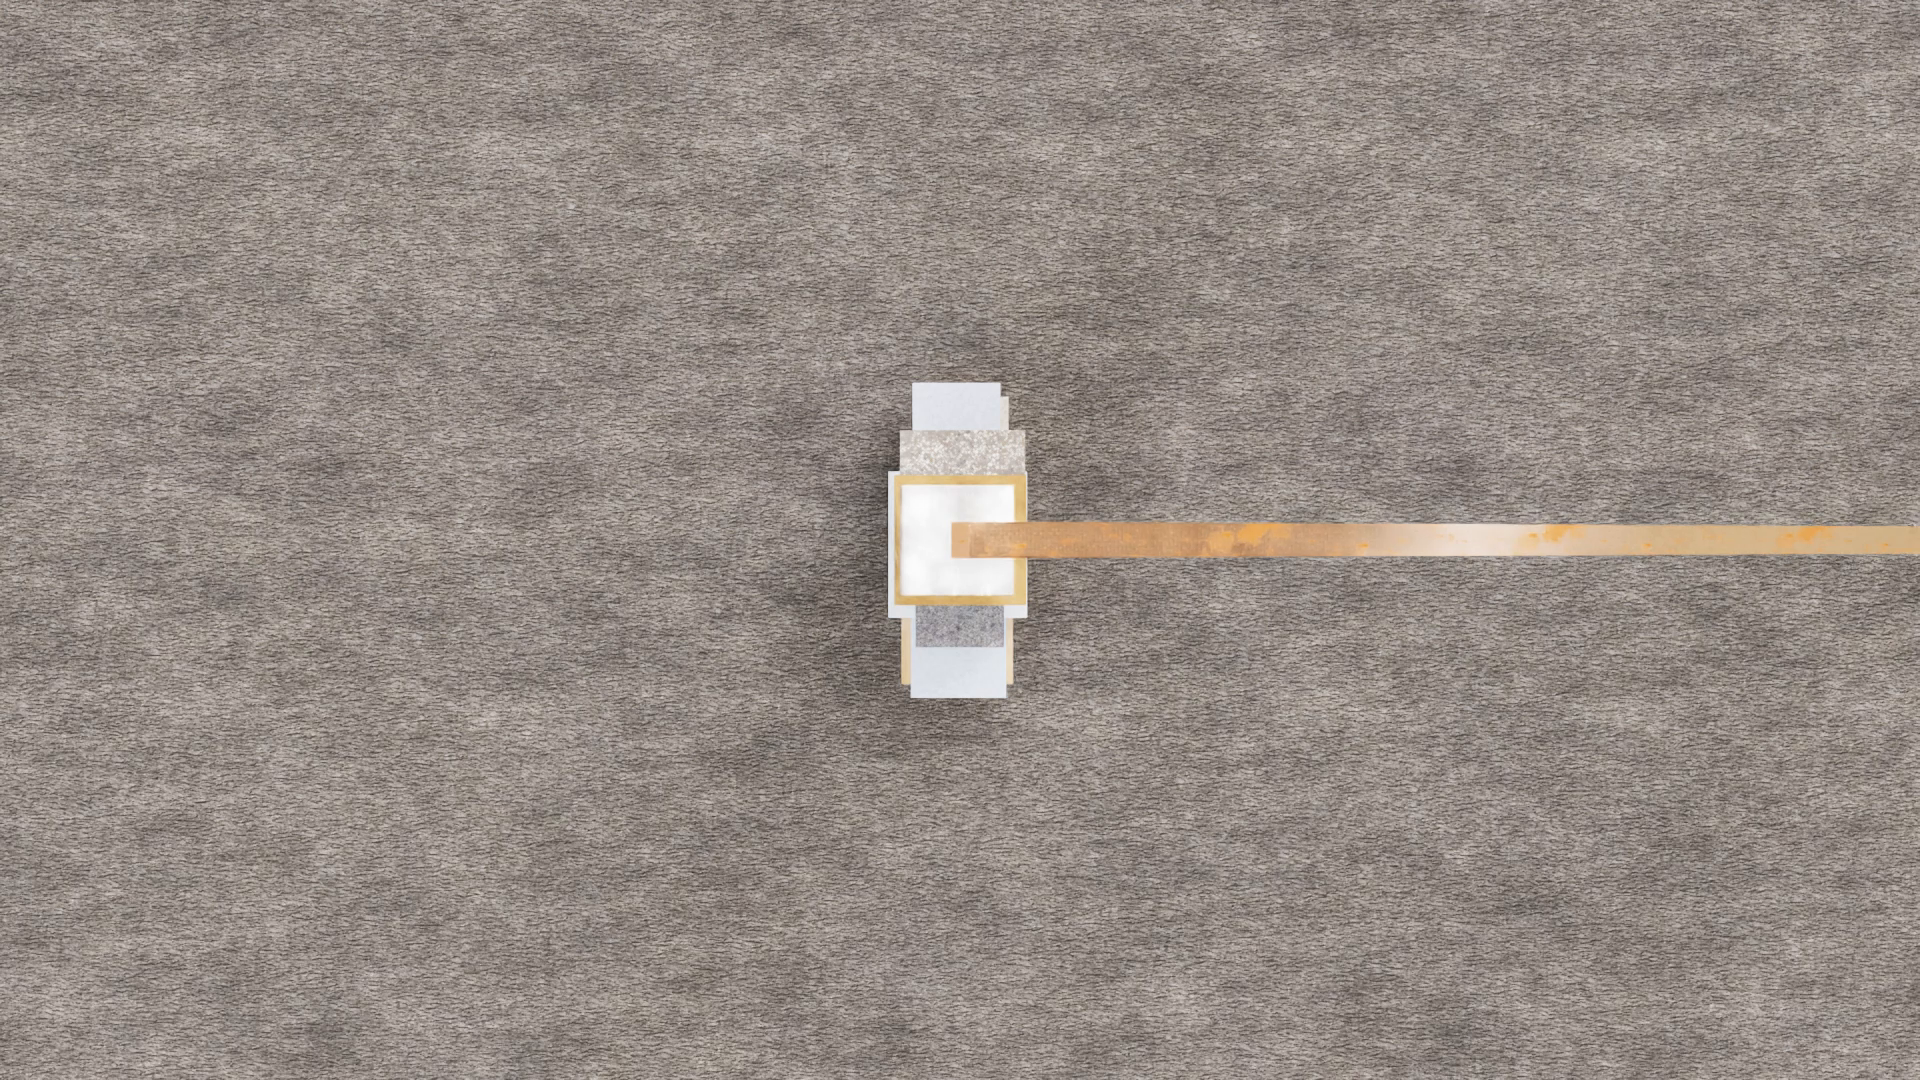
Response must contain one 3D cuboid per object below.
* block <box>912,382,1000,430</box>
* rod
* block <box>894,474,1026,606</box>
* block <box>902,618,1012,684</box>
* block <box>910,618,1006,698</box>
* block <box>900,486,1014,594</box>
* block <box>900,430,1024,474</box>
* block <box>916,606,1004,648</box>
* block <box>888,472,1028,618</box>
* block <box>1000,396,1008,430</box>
[{"bbox_3d":[-0.019,-0.617,12.270,0.480,0.490,0.488,0,90,0],"label":"block"},{"bbox_3d":[2.234,0.000,6.202,5.200,0.080,0.080,0,90,-31],"label":"rod"},{"bbox_3d":[0.002,0.000,10.706,0.625,0.571,0.616,0,90,0],"label":"block"},{"bbox_3d":[-0.016,0.547,12.721,0.630,0.558,0.538,0,90,0],"label":"block"},{"bbox_3d":[-0.007,0.642,12.211,0.520,0.462,0.438,0,90,0],"label":"block"},{"bbox_3d":[-0.014,0.000,9.693,0.489,0.482,0.472,0,90,0],"label":"block"},{"bbox_3d":[0.013,-0.209,11.315,0.624,0.649,0.679,0,90,0],"label":"block"},{"bbox_3d":[-0.001,0.345,11.440,0.450,0.400,0.408,0,90,0],"label":"block"},{"bbox_3d":[-0.012,0.025,12.023,0.735,0.768,0.776,0,90,0],"label":"block"},{"bbox_3d":[0.012,-0.558,12.758,0.529,0.485,0.515,0,90,0],"label":"block"}]
